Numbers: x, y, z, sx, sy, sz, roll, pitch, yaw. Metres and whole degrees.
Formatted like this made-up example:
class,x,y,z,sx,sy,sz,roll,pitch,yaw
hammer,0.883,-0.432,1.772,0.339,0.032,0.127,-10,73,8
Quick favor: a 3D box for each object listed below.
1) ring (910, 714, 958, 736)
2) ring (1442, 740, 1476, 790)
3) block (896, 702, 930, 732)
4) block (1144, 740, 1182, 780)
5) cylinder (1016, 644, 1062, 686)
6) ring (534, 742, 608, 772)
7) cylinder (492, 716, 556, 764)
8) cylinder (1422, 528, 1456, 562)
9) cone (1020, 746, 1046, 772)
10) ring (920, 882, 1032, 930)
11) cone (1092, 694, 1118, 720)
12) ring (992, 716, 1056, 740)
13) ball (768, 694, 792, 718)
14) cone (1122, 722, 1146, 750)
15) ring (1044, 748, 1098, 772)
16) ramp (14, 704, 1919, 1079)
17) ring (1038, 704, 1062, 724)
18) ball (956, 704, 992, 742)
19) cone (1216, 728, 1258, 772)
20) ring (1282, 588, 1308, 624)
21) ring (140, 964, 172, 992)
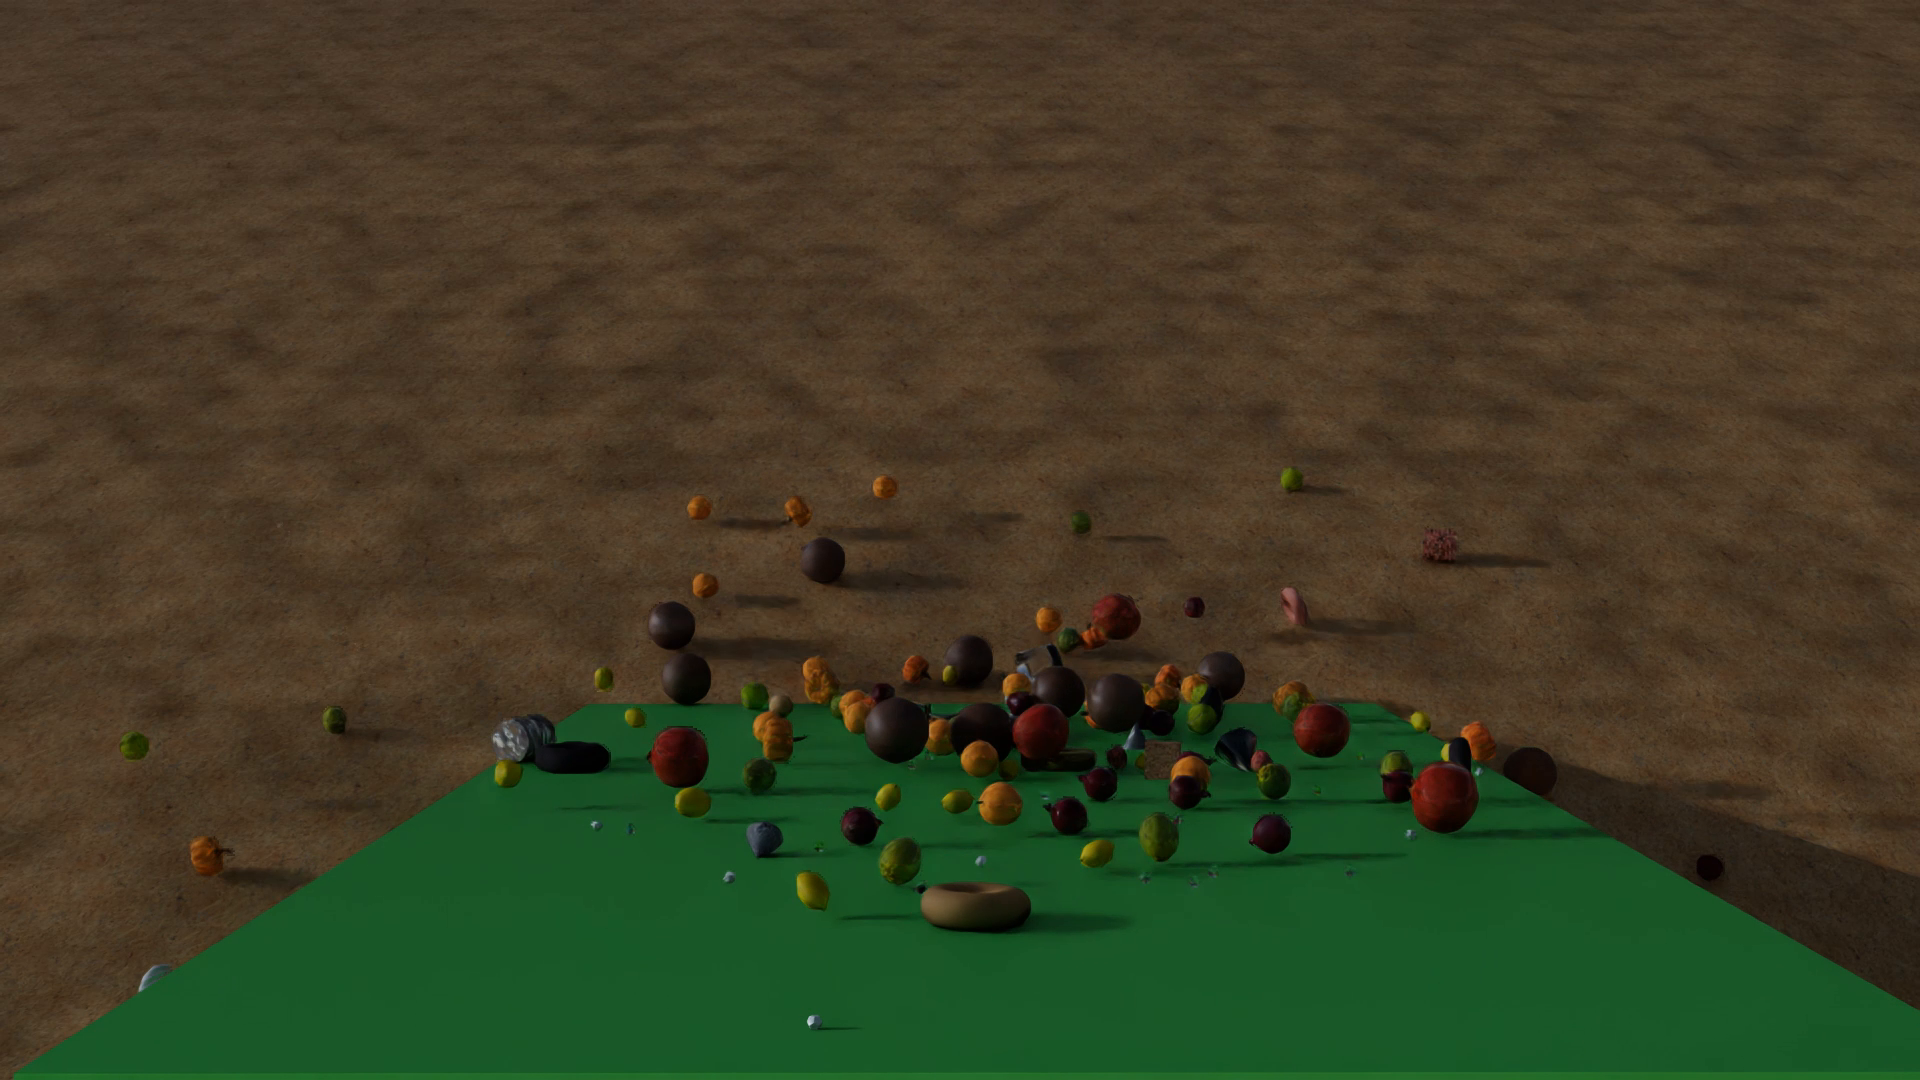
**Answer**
class,x,y,z,sx,sy,sz,roll,pitch,yaw
ring,-0.049,0.415,5.802,0.134,0.045,0.134,1,0,0
ring,0.900,0.405,4.648,0.033,0.100,0.100,27,30,6
block,-0.107,0.405,5.887,0.061,0.061,0.061,-1,2,-21
block,0.394,0.426,5.004,0.067,0.067,0.067,0,2,8
cylinder,0.209,0.330,6.829,0.093,0.093,0.093,-16,29,-21
ring,-0.772,0.433,5.126,0.148,0.049,0.148,0,3,0
cylinder,-0.889,0.407,5.264,0.091,0.091,0.091,14,8,27
cylinder,1.396,0.015,7.509,0.091,0.091,0.091,5,26,7
cone,0.140,0.441,5.119,0.052,0.052,0.052,-6,-18,-13
ring,0.021,0.481,3.391,0.146,0.049,0.146,1,1,0
cone,0.357,0.413,6.138,0.065,0.065,0.065,-8,31,-17
ring,0.143,0.416,5.729,0.140,0.047,0.140,0,0,0
ball,-0.429,0.398,6.178,0.058,0.058,0.058,0,25,0
cone,0.377,0.416,5.515,0.059,0.059,0.059,0,2,0
ring,0.216,0.437,5.129,0.116,0.039,0.116,-3,2,0
ramp,0.058,0.522,4.561,2.000,0.100,4.000,0,2,0
ring,0.200,0.403,5.850,0.025,0.075,0.075,41,43,24
ball,0.032,0.401,5.648,0.081,0.081,0.081,0,25,0
cone,0.562,0.436,5.122,0.090,0.090,0.090,-4,29,-9
ring,0.924,0.184,7.124,0.037,0.112,0.112,-24,31,-10
ring,-1.696,0.966,5.461,0.044,0.132,0.132,-2,25,10
